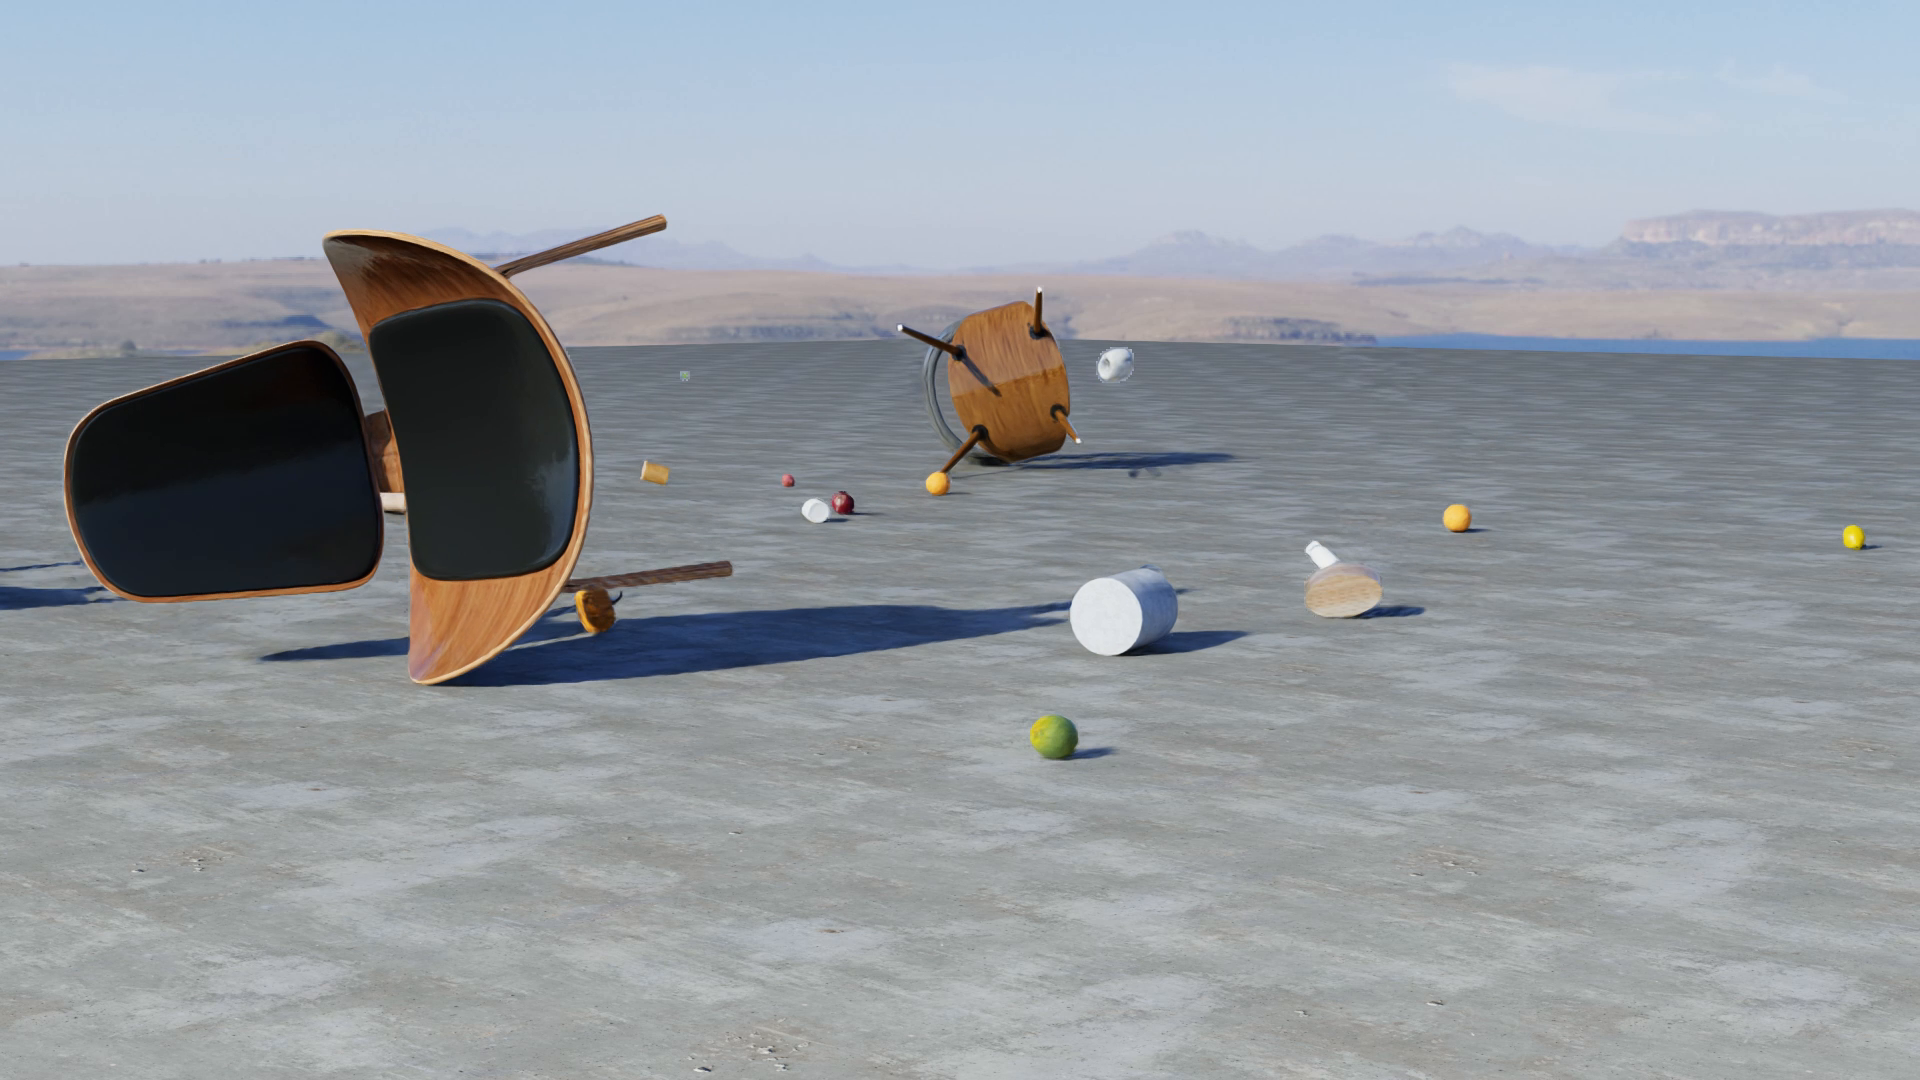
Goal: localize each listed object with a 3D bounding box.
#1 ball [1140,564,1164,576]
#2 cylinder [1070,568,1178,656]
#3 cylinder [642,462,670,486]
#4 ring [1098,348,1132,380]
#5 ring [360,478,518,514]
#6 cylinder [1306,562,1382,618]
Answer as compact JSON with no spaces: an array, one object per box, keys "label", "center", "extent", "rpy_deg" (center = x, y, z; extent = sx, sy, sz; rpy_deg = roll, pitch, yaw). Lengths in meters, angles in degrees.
[{"label":"ball","center":[0.392,0.082,5.306],"extent":[0.064,0.064,0.064],"rpy_deg":[0,6,0]},{"label":"cylinder","center":[0.290,0.126,4.526],"extent":[0.136,0.136,0.166],"rpy_deg":[15,12,25]},{"label":"cylinder","center":[-0.959,-0.210,8.070],"extent":[0.075,0.061,0.047],"rpy_deg":[15,-23,-19]},{"label":"ring","center":[0.458,-0.515,7.549],"extent":[0.074,0.083,0.121],"rpy_deg":[-15,-22,-26]},{"label":"ring","center":[-1.476,-0.124,7.275],"extent":[0.441,0.071,0.514],"rpy_deg":[-2,6,-22]},{"label":"cylinder","center":[0.744,0.096,4.972],"extent":[0.146,0.086,0.081],"rpy_deg":[-10,14,11]}]
